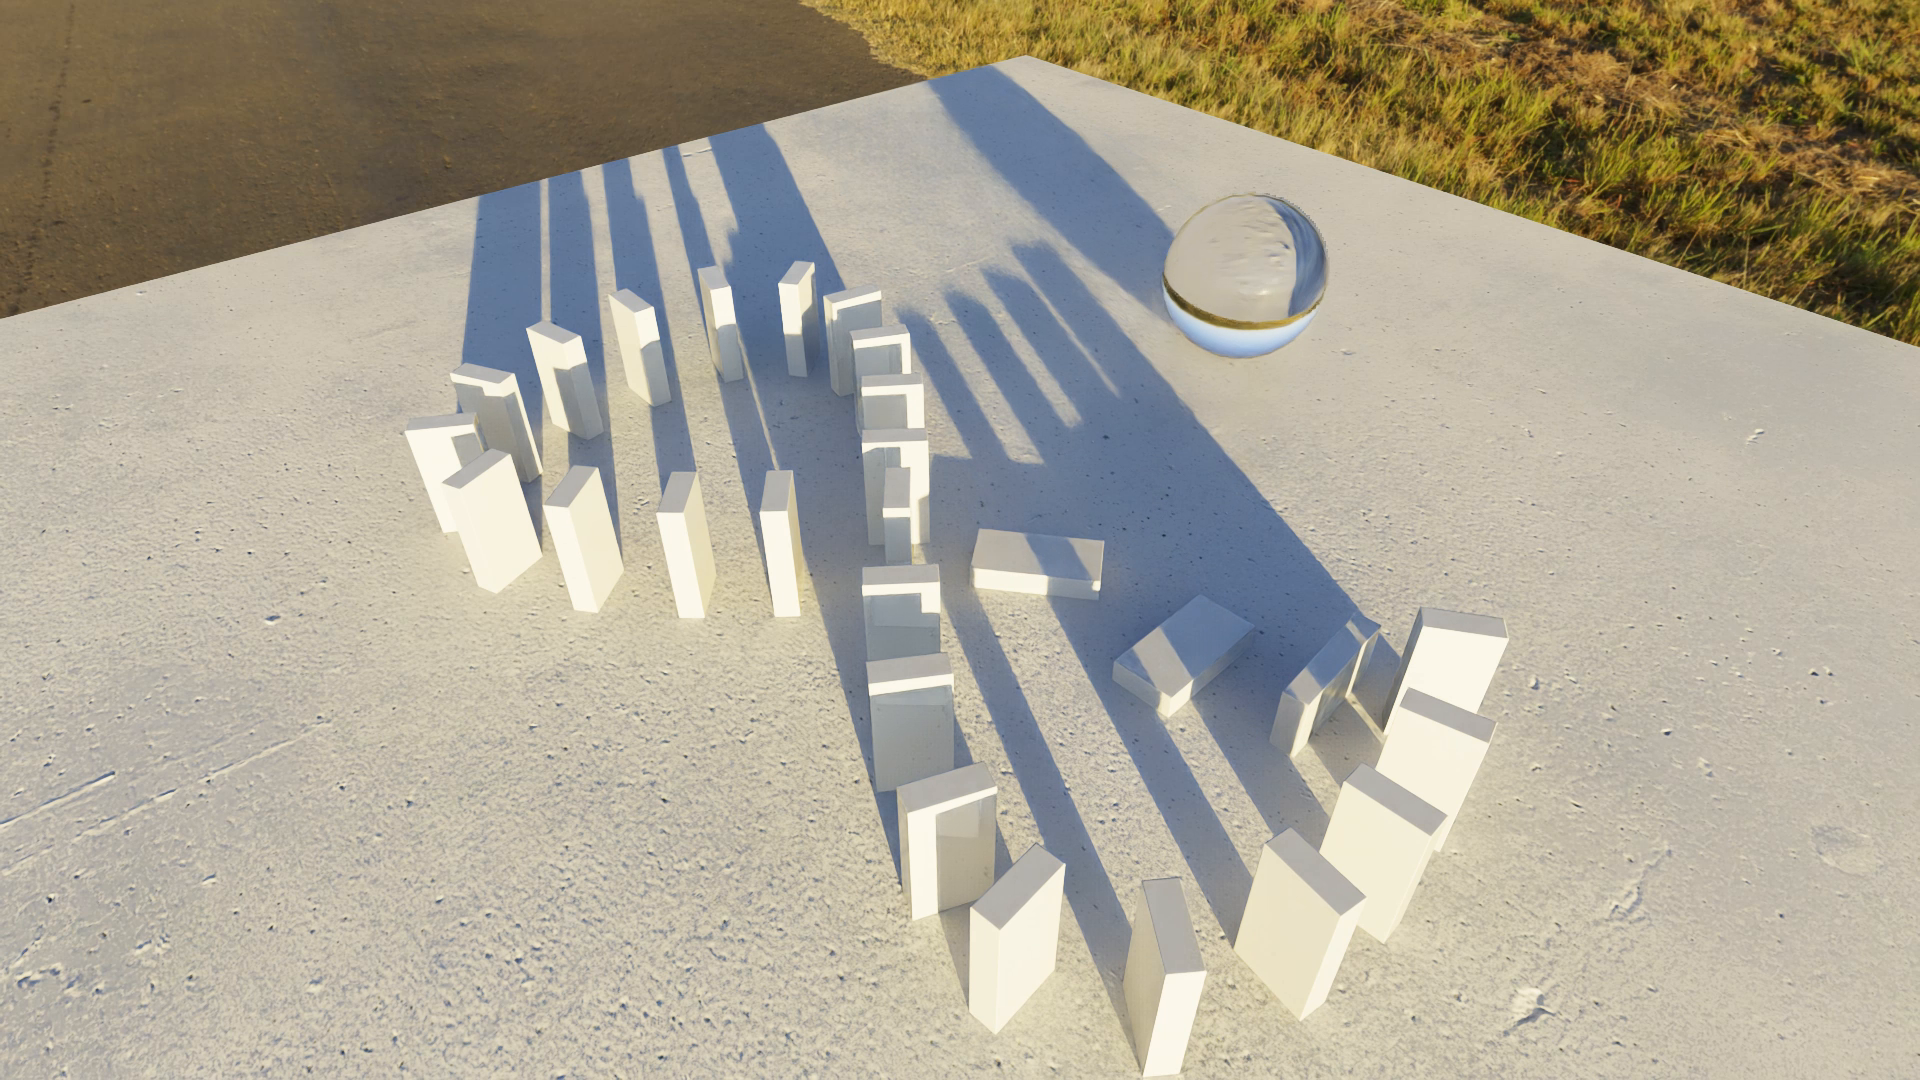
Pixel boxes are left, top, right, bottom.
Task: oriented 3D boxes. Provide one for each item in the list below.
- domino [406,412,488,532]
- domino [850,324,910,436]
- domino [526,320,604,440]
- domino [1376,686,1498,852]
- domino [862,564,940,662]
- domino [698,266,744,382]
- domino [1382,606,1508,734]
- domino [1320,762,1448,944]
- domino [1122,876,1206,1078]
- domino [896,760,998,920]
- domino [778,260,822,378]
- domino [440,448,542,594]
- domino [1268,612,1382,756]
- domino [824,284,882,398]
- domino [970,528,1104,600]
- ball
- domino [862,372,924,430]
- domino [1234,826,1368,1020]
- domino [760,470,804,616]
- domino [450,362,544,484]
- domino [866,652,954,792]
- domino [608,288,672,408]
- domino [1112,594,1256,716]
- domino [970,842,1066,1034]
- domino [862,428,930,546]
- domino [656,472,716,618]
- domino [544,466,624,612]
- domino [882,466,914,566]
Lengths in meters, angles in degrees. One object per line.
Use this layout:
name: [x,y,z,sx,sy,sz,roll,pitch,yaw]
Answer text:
domino: [-0.202,-0.027,0.444,0.025,0.050,0.010,-7,40,-8]
domino: [-0.035,-0.072,0.499,0.025,0.050,0.010,-10,40,-12]
domino: [-0.179,-0.072,0.500,0.025,0.050,0.009,24,45,27]
domino: [0.138,0.069,0.327,0.025,0.050,0.009,23,44,25]
domino: [-0.019,0.031,0.374,0.025,0.050,0.009,-2,39,-3]
domino: [-0.118,-0.106,0.541,0.009,0.050,0.025,-16,42,-19]
domino: [0.156,0.045,0.357,0.025,0.050,0.009,8,40,10]
domino: [0.115,0.087,0.305,0.010,0.050,0.025,-32,49,-33]
domino: [0.051,0.110,0.277,0.009,0.050,0.025,-3,39,-4]
domino: [-0.004,0.085,0.308,0.025,0.050,0.010,-13,41,-16]
domino: [-0.079,-0.109,0.545,0.009,0.050,0.025,8,40,9]
domino: [-0.178,-0.007,0.420,0.010,0.050,0.025,17,42,20]
domino: [0.124,0.048,0.372,0.009,0.025,0.050,30,48,32]
domino: [-0.050,-0.096,0.528,0.025,0.050,0.010,-21,44,-24]
domino: [0.030,0.009,0.432,0.050,0.010,0.025,6,40,7]
ball: [0.141,-0.131,0.547,0.080,0.080,0.080,0,39,0]
domino: [-0.028,-0.046,0.468,0.025,0.050,0.010,-4,39,-5]
domino: [0.088,0.101,0.288,0.010,0.050,0.025,-23,45,-25]
domino: [-0.066,0.002,0.409,0.010,0.050,0.025,-1,39,-2]
domino: [-0.198,-0.050,0.472,0.025,0.050,0.009,14,41,16]
domino: [-0.015,0.057,0.342,0.025,0.050,0.010,-6,40,-7]
domino: [-0.152,-0.091,0.523,0.009,0.050,0.025,-29,48,-31]
domino: [0.081,0.040,0.394,0.050,0.010,0.025,-32,49,-33]
domino: [0.014,0.104,0.285,0.009,0.050,0.025,30,48,31]
domino: [-0.025,-0.021,0.437,0.025,0.050,0.009,-2,39,-3]
domino: [-0.101,0.002,0.409,0.010,0.050,0.025,0,39,0]
domino: [-0.140,0.000,0.412,0.009,0.050,0.025,6,40,7]
domino: [-0.023,0.000,0.411,0.009,0.050,0.025,-1,39,-1]
